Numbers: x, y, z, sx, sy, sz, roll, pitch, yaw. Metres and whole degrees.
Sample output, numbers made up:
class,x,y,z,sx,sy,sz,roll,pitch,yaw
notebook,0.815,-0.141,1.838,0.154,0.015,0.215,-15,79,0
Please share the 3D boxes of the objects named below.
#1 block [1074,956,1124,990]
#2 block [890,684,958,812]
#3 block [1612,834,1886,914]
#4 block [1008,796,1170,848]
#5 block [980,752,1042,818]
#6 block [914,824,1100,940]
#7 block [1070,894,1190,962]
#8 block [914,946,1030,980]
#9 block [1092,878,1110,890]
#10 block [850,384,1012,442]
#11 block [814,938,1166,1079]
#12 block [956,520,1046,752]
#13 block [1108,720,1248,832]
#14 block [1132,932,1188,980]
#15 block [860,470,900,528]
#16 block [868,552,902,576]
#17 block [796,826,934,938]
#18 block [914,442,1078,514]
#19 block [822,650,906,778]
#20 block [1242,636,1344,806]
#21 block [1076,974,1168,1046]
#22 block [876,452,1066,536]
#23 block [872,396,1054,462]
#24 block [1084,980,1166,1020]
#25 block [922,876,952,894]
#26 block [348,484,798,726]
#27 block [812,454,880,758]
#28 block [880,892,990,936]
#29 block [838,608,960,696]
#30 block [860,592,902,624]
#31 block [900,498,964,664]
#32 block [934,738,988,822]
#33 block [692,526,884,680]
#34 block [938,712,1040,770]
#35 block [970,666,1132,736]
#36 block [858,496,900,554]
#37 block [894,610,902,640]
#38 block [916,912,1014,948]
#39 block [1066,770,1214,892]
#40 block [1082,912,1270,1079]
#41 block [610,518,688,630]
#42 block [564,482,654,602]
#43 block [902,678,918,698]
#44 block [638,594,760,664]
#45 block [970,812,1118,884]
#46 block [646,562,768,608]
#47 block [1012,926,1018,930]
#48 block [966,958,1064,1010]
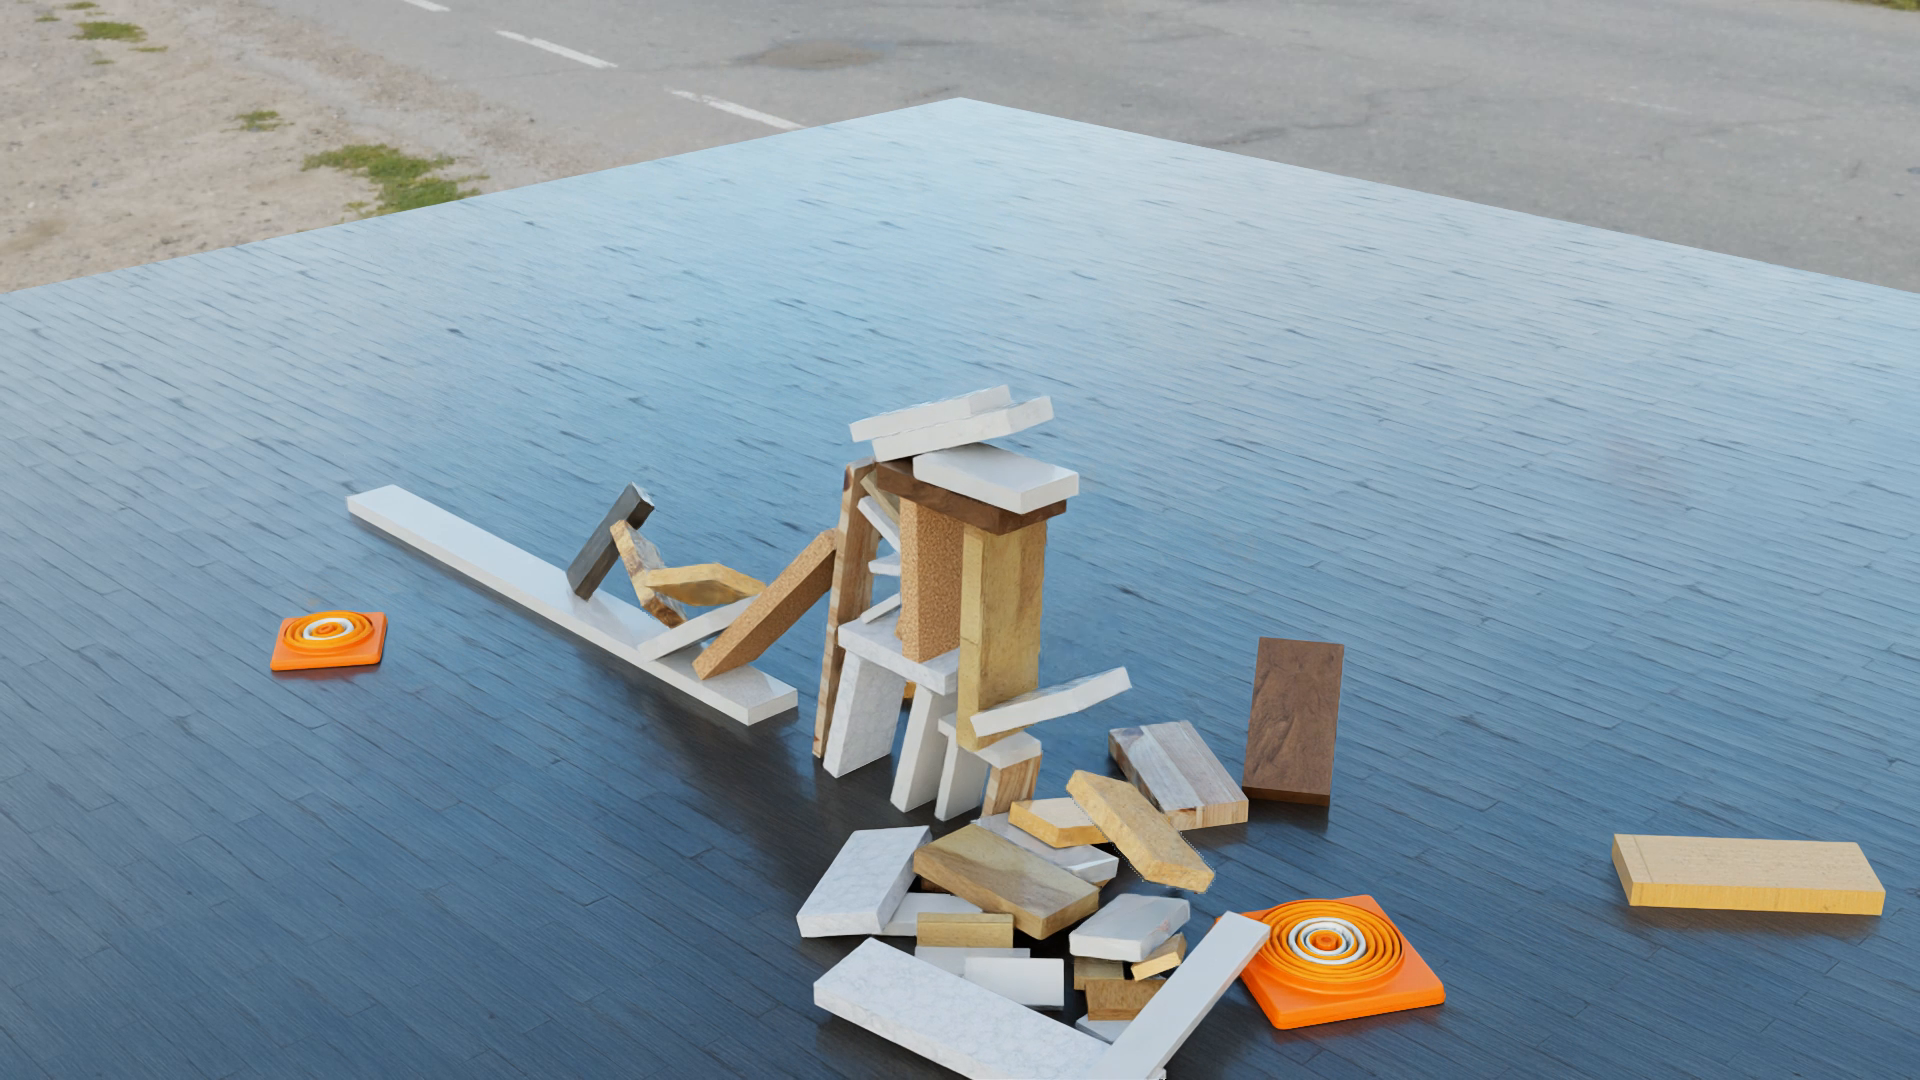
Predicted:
class,x,y,z,sx,sy,sz,roll,pitch,yaw
block,0.246,0.754,3.916,0.086,0.024,0.172,1,13,3
block,-0.043,0.396,4.431,0.155,0.311,0.044,-21,46,-40
block,1.498,0.637,4.196,0.461,0.050,0.177,2,23,4
block,0.255,0.547,4.310,0.304,0.040,0.139,1,15,-41
block,0.097,0.500,4.324,0.100,0.200,0.028,-15,42,-33
block,0.084,0.629,4.069,0.319,0.045,0.159,22,28,38
block,0.308,0.697,3.967,0.133,0.038,0.266,2,8,24
block,0.021,0.767,3.916,0.206,0.029,0.103,1,23,1
block,0.194,0.628,4.245,0.193,0.027,0.096,12,26,26
block,-0.058,-0.245,4.250,0.297,0.038,0.133,-10,8,38
block,0.042,0.834,3.695,0.609,0.045,0.159,18,32,31
block,0.078,0.164,4.184,0.171,0.469,0.049,-21,33,-40
block,0.448,0.485,4.553,0.177,0.050,0.355,-6,24,-13
block,0.352,0.734,3.880,0.085,0.024,0.169,-22,-3,9
block,-0.105,-0.069,4.326,0.182,0.026,0.091,50,45,7
block,-0.105,0.051,4.365,0.074,0.021,0.148,-20,17,-38
block,-0.175,0.641,4.144,0.159,0.045,0.319,-7,20,21
block,0.064,-0.119,4.059,0.145,0.041,0.291,-20,27,-38
block,-0.189,0.338,4.566,0.155,0.311,0.044,-21,46,-41
block,0.694,0.374,4.570,0.177,0.050,0.355,5,58,11
block,0.306,0.820,3.792,0.103,0.029,0.206,21,31,40
block,0.019,-0.099,4.140,0.171,0.049,0.343,-19,29,-38
block,0.005,-0.211,4.180,0.315,0.045,0.157,-10,8,35
block,0.303,0.792,3.788,0.169,0.024,0.085,-1,23,-1
block,0.033,0.639,4.152,0.193,0.027,0.096,6,23,16
block,-1.007,0.126,5.412,0.141,0.040,1.719,-21,30,-40
block,-0.228,0.144,4.526,0.091,0.706,0.026,-20,41,-39
block,-0.053,0.691,4.054,0.206,0.029,0.103,-2,21,19
block,-0.081,0.217,4.397,0.155,0.044,0.310,-21,31,-40
block,-0.131,0.127,4.418,0.074,0.021,0.148,-21,-6,-40
block,-0.035,0.053,4.287,0.171,0.343,0.049,-21,30,-40
block,0.009,0.464,4.409,0.100,0.200,0.028,-20,43,-39
block,-0.371,0.128,4.723,0.157,0.045,0.661,-20,-14,-39
block,0.057,0.384,4.305,0.100,0.028,0.200,-16,28,-34
block,0.167,0.302,4.093,0.145,0.041,0.291,-20,0,-41
block,-0.111,-0.026,4.352,0.091,0.026,0.182,-20,56,-39
block,-0.080,0.128,4.364,0.074,0.149,0.021,-21,52,-40
block,0.009,0.715,3.964,0.172,0.086,0.024,1,28,1
block,0.324,0.525,3.986,0.145,0.041,0.291,18,18,-37
block,0.172,0.930,3.430,0.085,0.024,1.279,16,31,28
block,-0.731,0.085,5.177,0.040,0.141,0.282,-37,47,7
block,-0.851,0.001,5.335,0.040,0.282,0.141,34,6,-26
block,0.000,0.315,4.969,0.279,0.040,0.139,4,23,8
block,-0.577,0.199,4.924,0.157,0.045,0.315,-20,-2,-39
block,0.158,0.591,4.211,0.266,0.038,0.133,20,17,39
block,-0.575,0.103,4.970,0.139,0.040,0.279,26,-20,-36
block,0.125,0.683,4.116,0.193,0.027,0.096,-10,25,-23
block,0.095,0.776,3.845,0.172,0.024,0.086,1,56,1
